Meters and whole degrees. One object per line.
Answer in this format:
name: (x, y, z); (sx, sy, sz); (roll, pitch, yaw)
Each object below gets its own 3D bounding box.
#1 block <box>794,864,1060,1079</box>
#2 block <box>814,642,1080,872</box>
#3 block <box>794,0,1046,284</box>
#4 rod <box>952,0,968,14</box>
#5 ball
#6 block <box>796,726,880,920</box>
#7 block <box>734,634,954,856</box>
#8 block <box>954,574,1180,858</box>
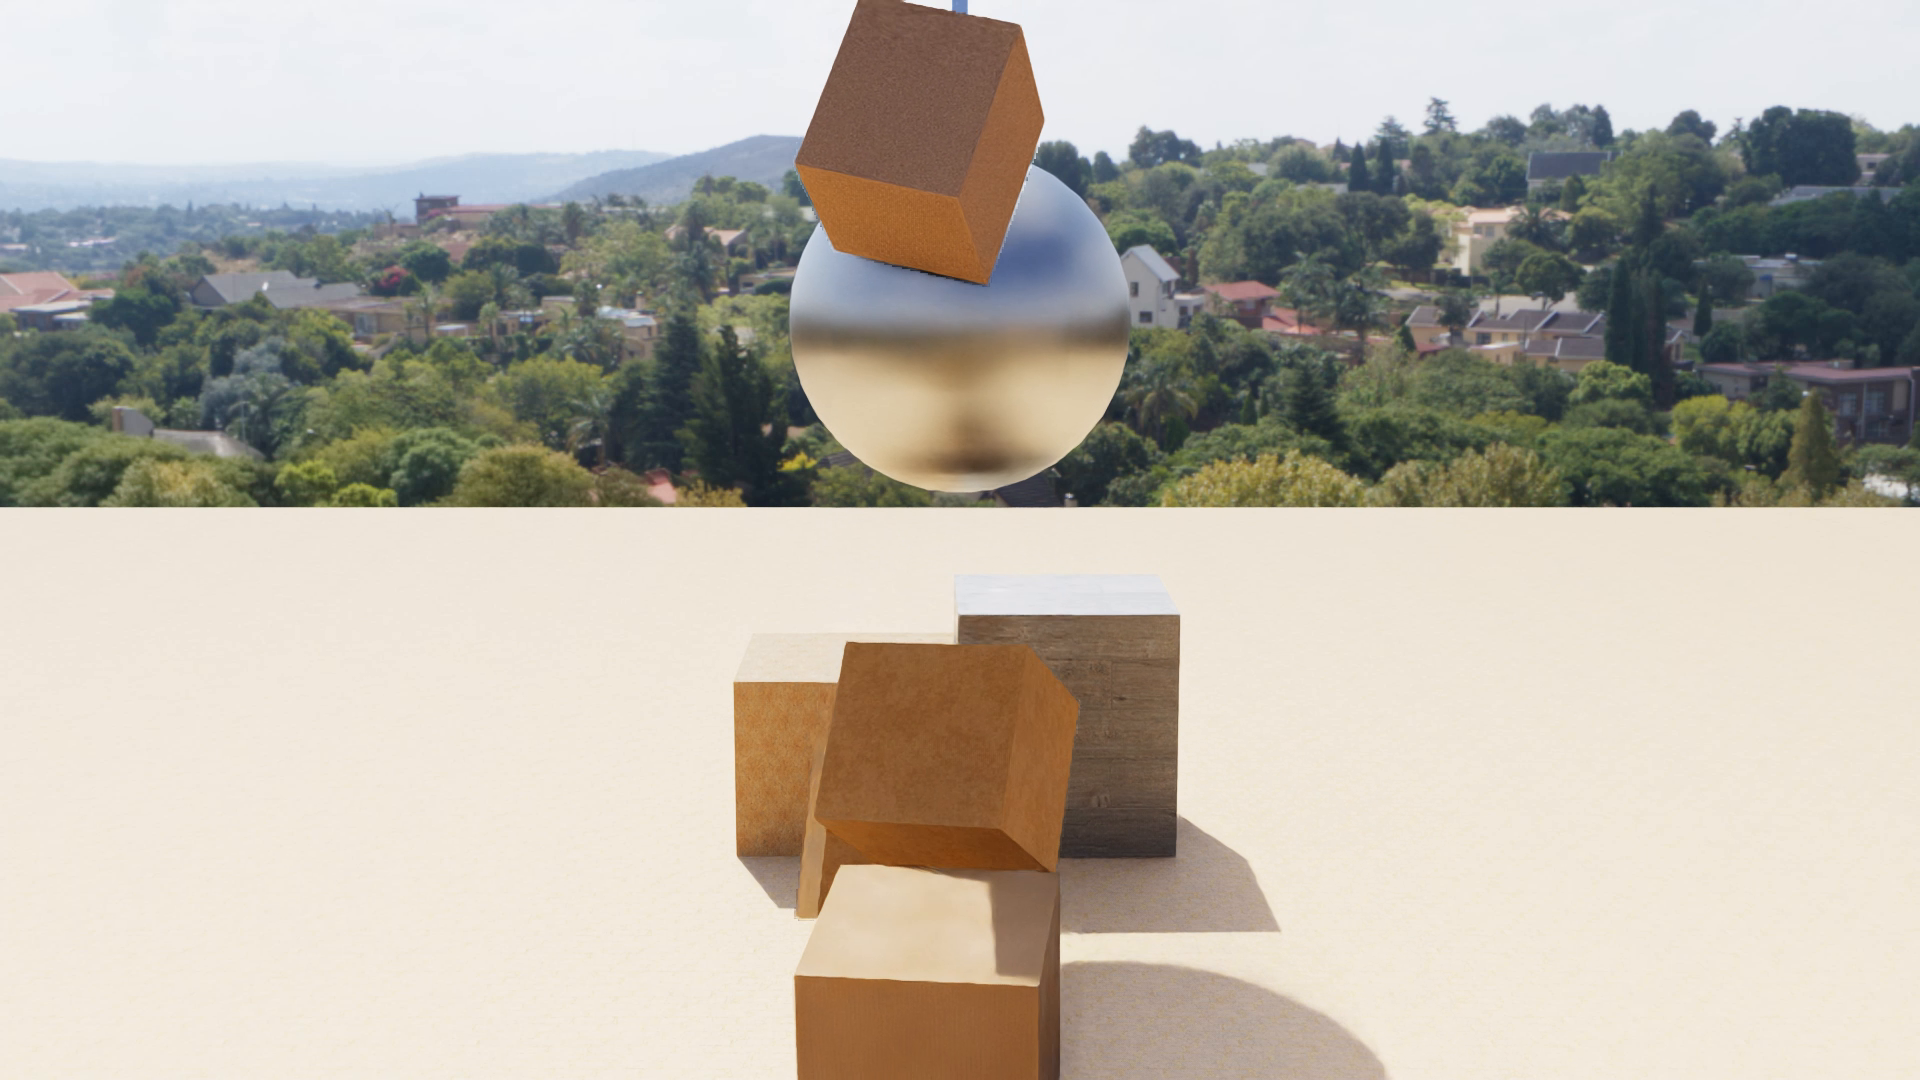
block: (-0.087, 1.707, 7.694); (0.805, 0.812, 0.899); (1, 15, 7)
block: (-0.037, 0.846, 8.500); (0.750, 0.708, 0.644); (0, -23, 22)
block: (-0.148, -1.683, 9.276); (0.709, 0.825, 0.745); (14, -17, 15)
rod: (0.000, -4.413, 10.063); (0.080, 5.200, 0.080); (0, 3, 0)
ball: (0.000, -1.019, 10.269); (1.600, 1.600, 1.600); (0, 10, 0)
block: (-0.199, 1.258, 9.454); (0.845, 0.810, 0.770); (8, -11, -9)
block: (-0.572, 1.036, 11.374); (1.080, 0.892, 1.075); (0, 10, 0)
block: (0.521, 0.879, 11.284); (1.080, 1.233, 1.009); (0, 10, -1)
